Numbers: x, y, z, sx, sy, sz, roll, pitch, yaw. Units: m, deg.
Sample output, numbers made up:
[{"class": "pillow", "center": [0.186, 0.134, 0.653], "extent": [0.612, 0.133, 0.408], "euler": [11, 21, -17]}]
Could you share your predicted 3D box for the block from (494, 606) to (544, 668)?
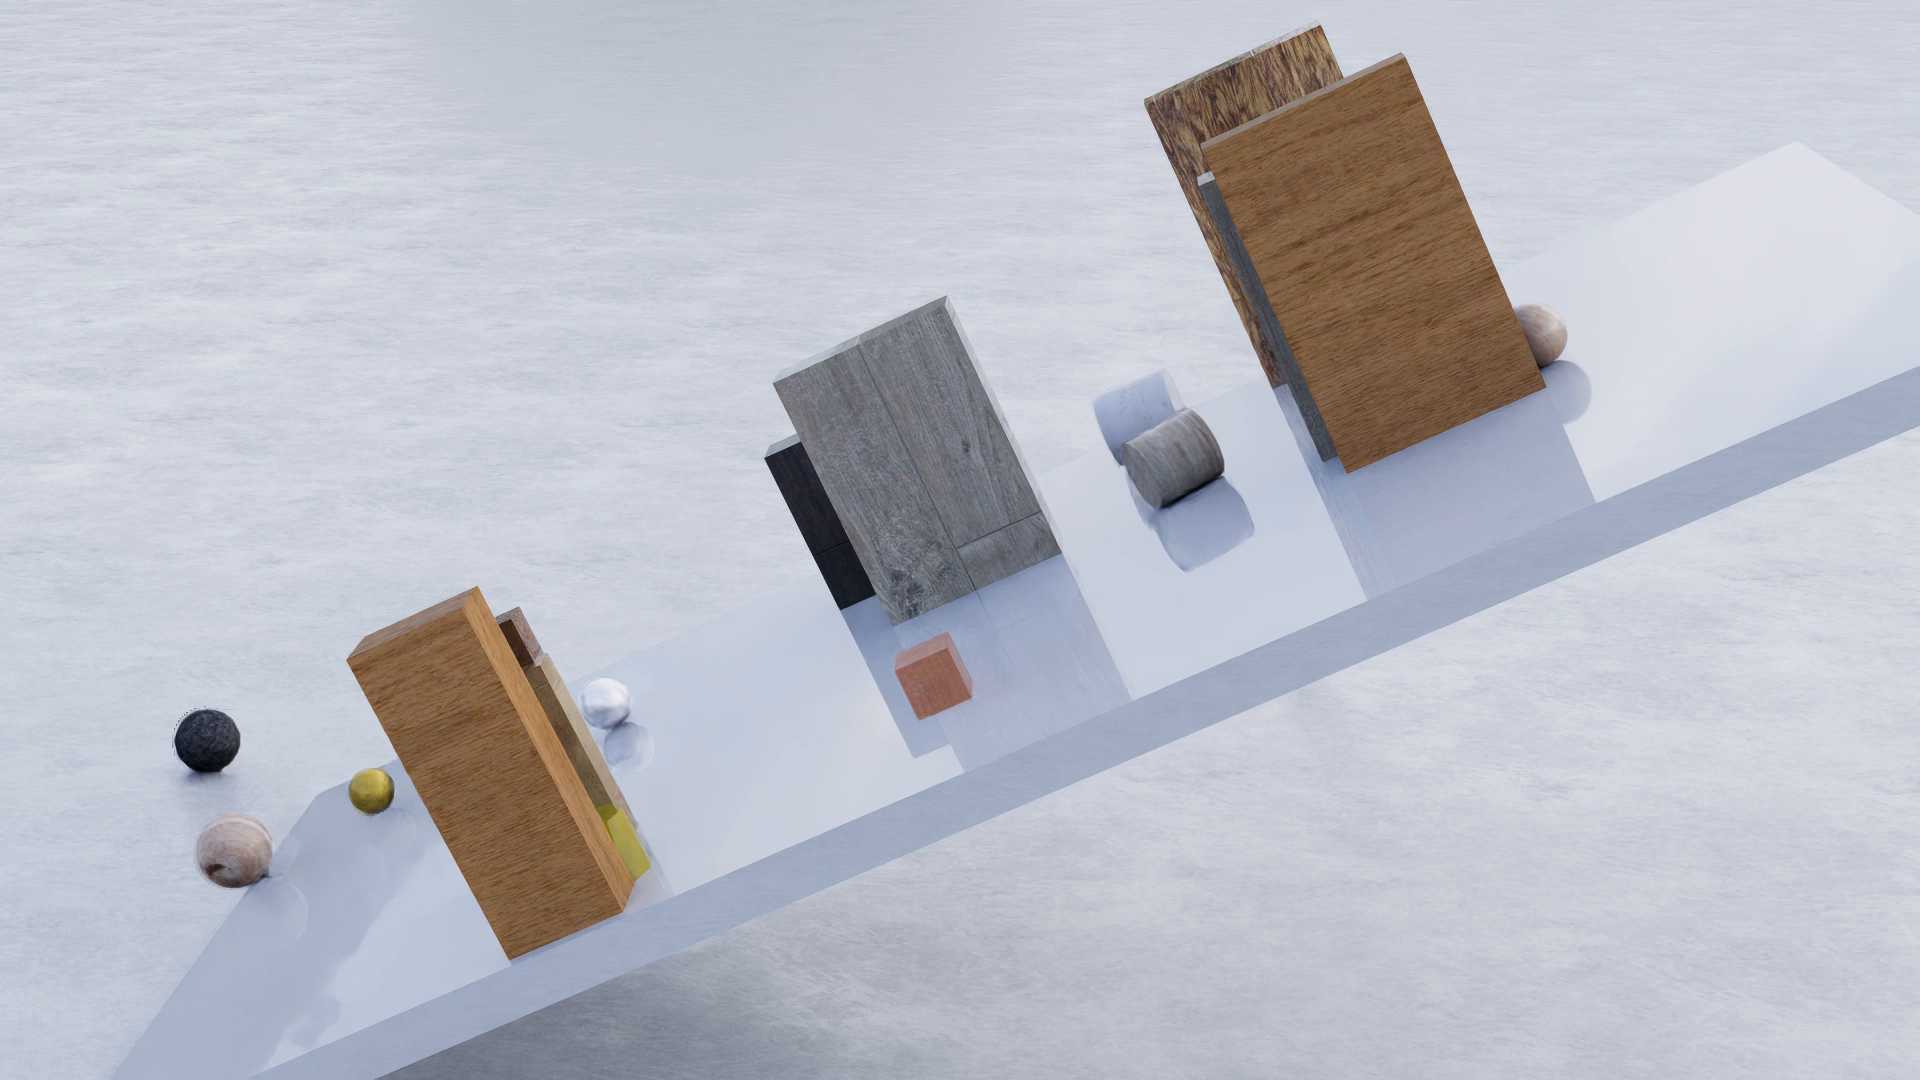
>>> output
[{"class": "block", "center": [-0.921, 0.427, 5.929], "extent": [0.317, 0.503, 0.086], "euler": [-24, 13, 9]}]

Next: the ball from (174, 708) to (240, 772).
[{"class": "ball", "center": [-2.033, 0.542, 7.949], "extent": [0.172, 0.172, 0.172], "euler": [0, 16, 0]}]

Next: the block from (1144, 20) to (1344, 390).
[{"class": "block", "center": [0.786, -0.784, 6.907], "extent": [0.442, 0.738, 0.120], "euler": [-24, 13, 9]}]

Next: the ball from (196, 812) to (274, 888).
[{"class": "ball", "center": [-1.714, 0.734, 6.950], "extent": [0.178, 0.178, 0.178], "euler": [0, 16, 0]}]

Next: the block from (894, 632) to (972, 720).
[{"class": "block", "center": [-0.052, 0.267, 5.779], "extent": [0.113, 0.113, 0.113], "euler": [-24, 13, 7]}]

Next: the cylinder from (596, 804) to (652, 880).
[{"class": "cylinder", "center": [-0.681, 0.595, 5.651], "extent": [0.130, 0.130, 0.130], "euler": [-24, 13, 6]}]

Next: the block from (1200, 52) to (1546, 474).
[{"class": "block", "center": [0.835, -0.554, 5.934], "extent": [0.436, 0.730, 0.088], "euler": [-24, 13, 9]}]

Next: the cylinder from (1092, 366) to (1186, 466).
[{"class": "cylinder", "center": [0.428, -0.291, 6.900], "extent": [0.179, 0.179, 0.179], "euler": [-23, 11, 13]}]

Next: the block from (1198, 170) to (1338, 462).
[{"class": "block", "center": [0.825, -0.547, 6.124], "extent": [0.435, 0.641, 0.122], "euler": [-24, 13, 9]}]

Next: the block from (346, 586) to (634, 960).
[{"class": "block", "center": [-0.868, 0.435, 5.475], "extent": [0.240, 0.648, 0.141], "euler": [-24, 13, 9]}]

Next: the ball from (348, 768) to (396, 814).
[{"class": "ball", "center": [-1.409, 0.601, 7.042], "extent": [0.111, 0.111, 0.111], "euler": [0, 16, 0]}]

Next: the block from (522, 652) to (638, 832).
[{"class": "block", "center": [-0.847, 0.460, 5.883], "extent": [0.243, 0.404, 0.084], "euler": [-24, 13, 9]}]

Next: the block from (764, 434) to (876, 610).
[{"class": "block", "center": [-0.197, -0.101, 6.843], "extent": [0.366, 0.403, 0.121], "euler": [-24, 13, 9]}]

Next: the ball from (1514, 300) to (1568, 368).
[{"class": "ball", "center": [1.189, -0.426, 6.087], "extent": [0.138, 0.138, 0.138], "euler": [0, 16, 0]}]

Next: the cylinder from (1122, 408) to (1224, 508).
[{"class": "cylinder", "center": [0.465, -0.178, 6.428], "extent": [0.162, 0.162, 0.162], "euler": [-29, 24, -14]}]

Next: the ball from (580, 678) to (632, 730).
[{"class": "ball", "center": [-0.816, 0.377, 6.776], "extent": [0.119, 0.119, 0.119], "euler": [0, 16, 0]}]

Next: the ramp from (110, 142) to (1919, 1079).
[{"class": "ramp", "center": [0.135, 0.169, 6.282], "extent": [4.000, 0.100, 2.000], "euler": [-24, 13, 9]}]

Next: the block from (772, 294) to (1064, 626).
[{"class": "block", "center": [-0.088, -0.172, 6.462], "extent": [0.412, 0.606, 0.122], "euler": [-24, 13, 9]}]
